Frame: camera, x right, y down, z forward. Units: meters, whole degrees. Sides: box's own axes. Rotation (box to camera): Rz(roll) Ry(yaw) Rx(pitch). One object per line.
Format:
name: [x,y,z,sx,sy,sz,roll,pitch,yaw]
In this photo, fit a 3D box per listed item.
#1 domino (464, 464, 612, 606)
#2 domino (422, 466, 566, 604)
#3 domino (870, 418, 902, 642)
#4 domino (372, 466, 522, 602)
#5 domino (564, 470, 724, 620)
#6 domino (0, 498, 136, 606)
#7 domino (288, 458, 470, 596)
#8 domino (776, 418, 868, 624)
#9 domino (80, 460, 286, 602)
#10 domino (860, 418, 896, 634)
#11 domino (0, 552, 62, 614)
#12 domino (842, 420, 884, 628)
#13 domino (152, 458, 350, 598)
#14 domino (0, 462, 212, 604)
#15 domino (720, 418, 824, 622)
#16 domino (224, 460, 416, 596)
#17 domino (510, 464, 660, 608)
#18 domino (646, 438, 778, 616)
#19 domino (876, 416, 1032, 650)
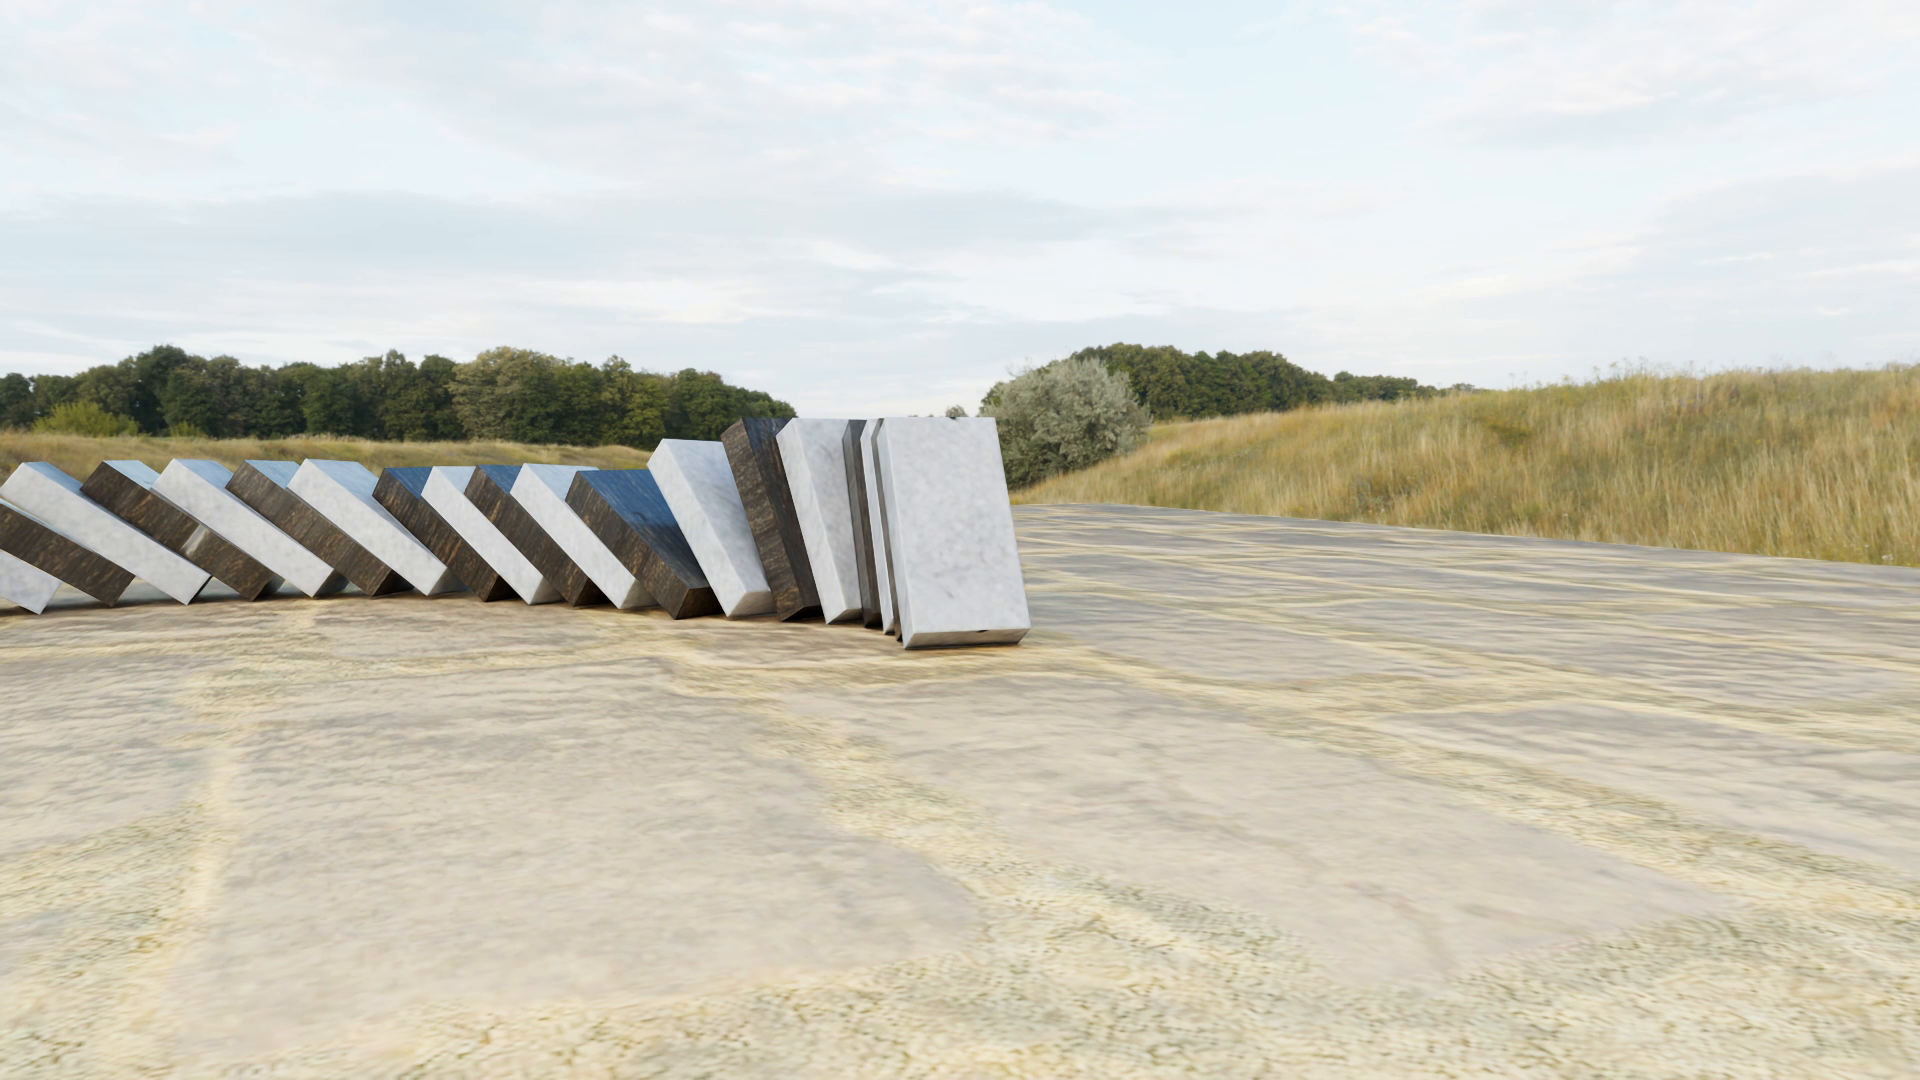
domino: [-0.108,-0.002,0.347,0.050,0.010,0.025,40,20,22]
domino: [-0.123,-0.002,0.355,0.050,0.010,0.025,39,20,21]
domino: [-0.004,-0.003,0.286,0.025,0.050,0.010,-1,-25,-17]
domino: [-0.139,-0.003,0.362,0.050,0.010,0.025,38,18,18]
domino: [-0.076,0.000,0.329,0.050,0.009,0.025,41,26,27]
domino: [-0.240,-0.001,0.330,0.050,0.010,0.025,38,-18,-29]
domino: [-0.161,-0.004,0.363,0.050,0.009,0.025,37,5,4]
domino: [-0.026,-0.005,0.315,0.025,0.050,0.010,-3,-22,-38]
domino: [-0.210,-0.003,0.352,0.050,0.009,0.025,38,-6,-14]
domino: [-0.007,-0.004,0.297,0.025,0.050,0.010,-1,-25,-17]
domino: [-0.252,0.001,0.316,0.025,0.010,0.050,5,-27,47]
domino: [-0.012,-0.005,0.306,0.025,0.050,0.010,-1,-25,-17]
domino: [-0.195,-0.004,0.358,0.050,0.009,0.025,37,-3,-7]
domino: [-0.225,-0.002,0.342,0.050,0.010,0.025,39,-12,-22]
domino: [-0.040,-0.006,0.319,0.025,0.050,0.010,-5,-21,-48]
domino: [-0.177,-0.004,0.362,0.050,0.010,0.025,37,3,0]
domino: [-0.094,-0.002,0.340,0.050,0.010,0.025,41,20,24]
domino: [-0.057,-0.004,0.325,0.025,0.050,0.010,-1,-40,-48]
domino: [-0.002,-0.002,0.275,0.025,0.050,0.010,-1,-25,-17]
